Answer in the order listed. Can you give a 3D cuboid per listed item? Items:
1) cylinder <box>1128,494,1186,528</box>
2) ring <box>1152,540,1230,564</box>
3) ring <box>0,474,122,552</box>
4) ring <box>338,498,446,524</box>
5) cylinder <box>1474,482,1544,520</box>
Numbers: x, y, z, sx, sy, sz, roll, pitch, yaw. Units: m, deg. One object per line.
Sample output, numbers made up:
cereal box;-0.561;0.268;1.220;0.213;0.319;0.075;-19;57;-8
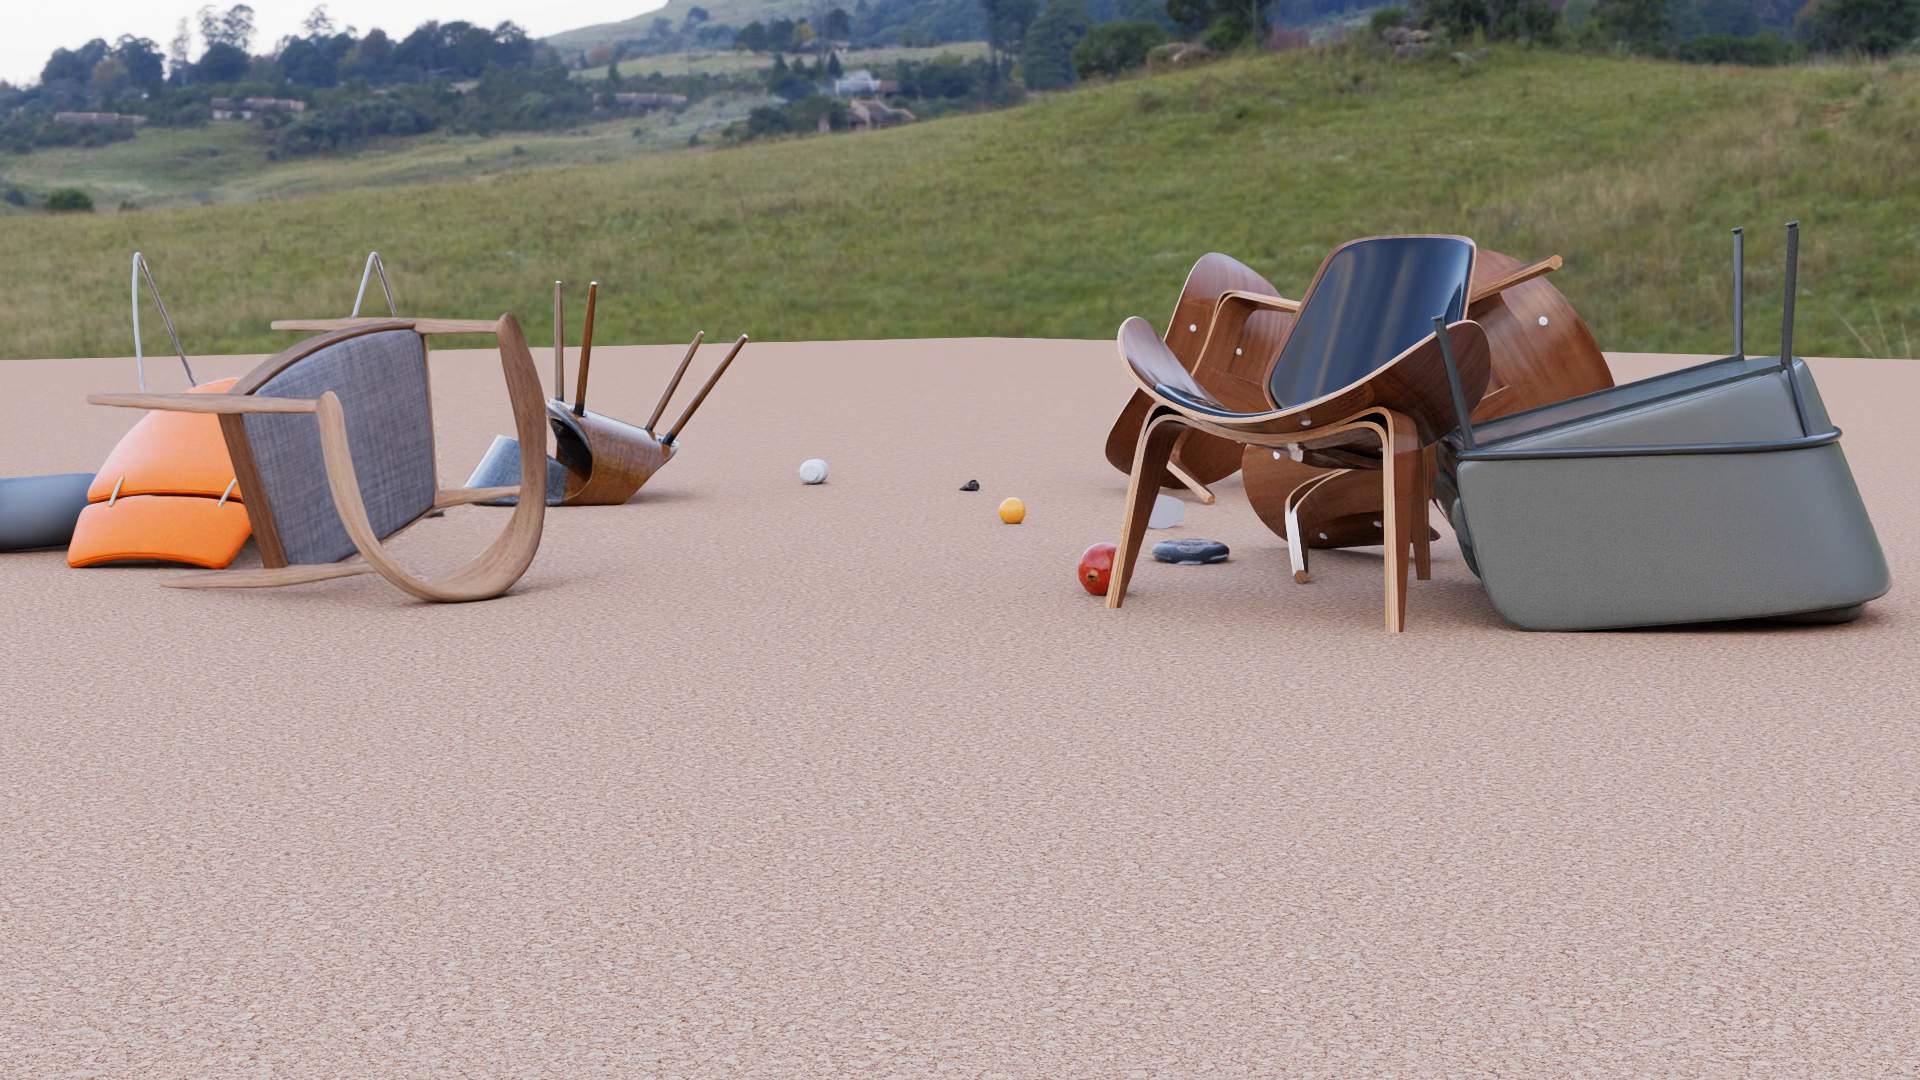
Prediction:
cylinder;0.515;-0.076;6.734;0.133;0.086;0.078;-6;7;-18
ring;0.534;0.027;5.940;0.180;0.043;0.182;-6;9;-41
ring;-2.292;-0.066;6.251;0.484;0.165;0.405;-6;5;-22
ring;-1.536;-0.079;6.952;0.168;0.048;0.387;2;7;31
cylinder;1.499;-0.108;6.996;0.186;0.094;0.148;1;6;6
